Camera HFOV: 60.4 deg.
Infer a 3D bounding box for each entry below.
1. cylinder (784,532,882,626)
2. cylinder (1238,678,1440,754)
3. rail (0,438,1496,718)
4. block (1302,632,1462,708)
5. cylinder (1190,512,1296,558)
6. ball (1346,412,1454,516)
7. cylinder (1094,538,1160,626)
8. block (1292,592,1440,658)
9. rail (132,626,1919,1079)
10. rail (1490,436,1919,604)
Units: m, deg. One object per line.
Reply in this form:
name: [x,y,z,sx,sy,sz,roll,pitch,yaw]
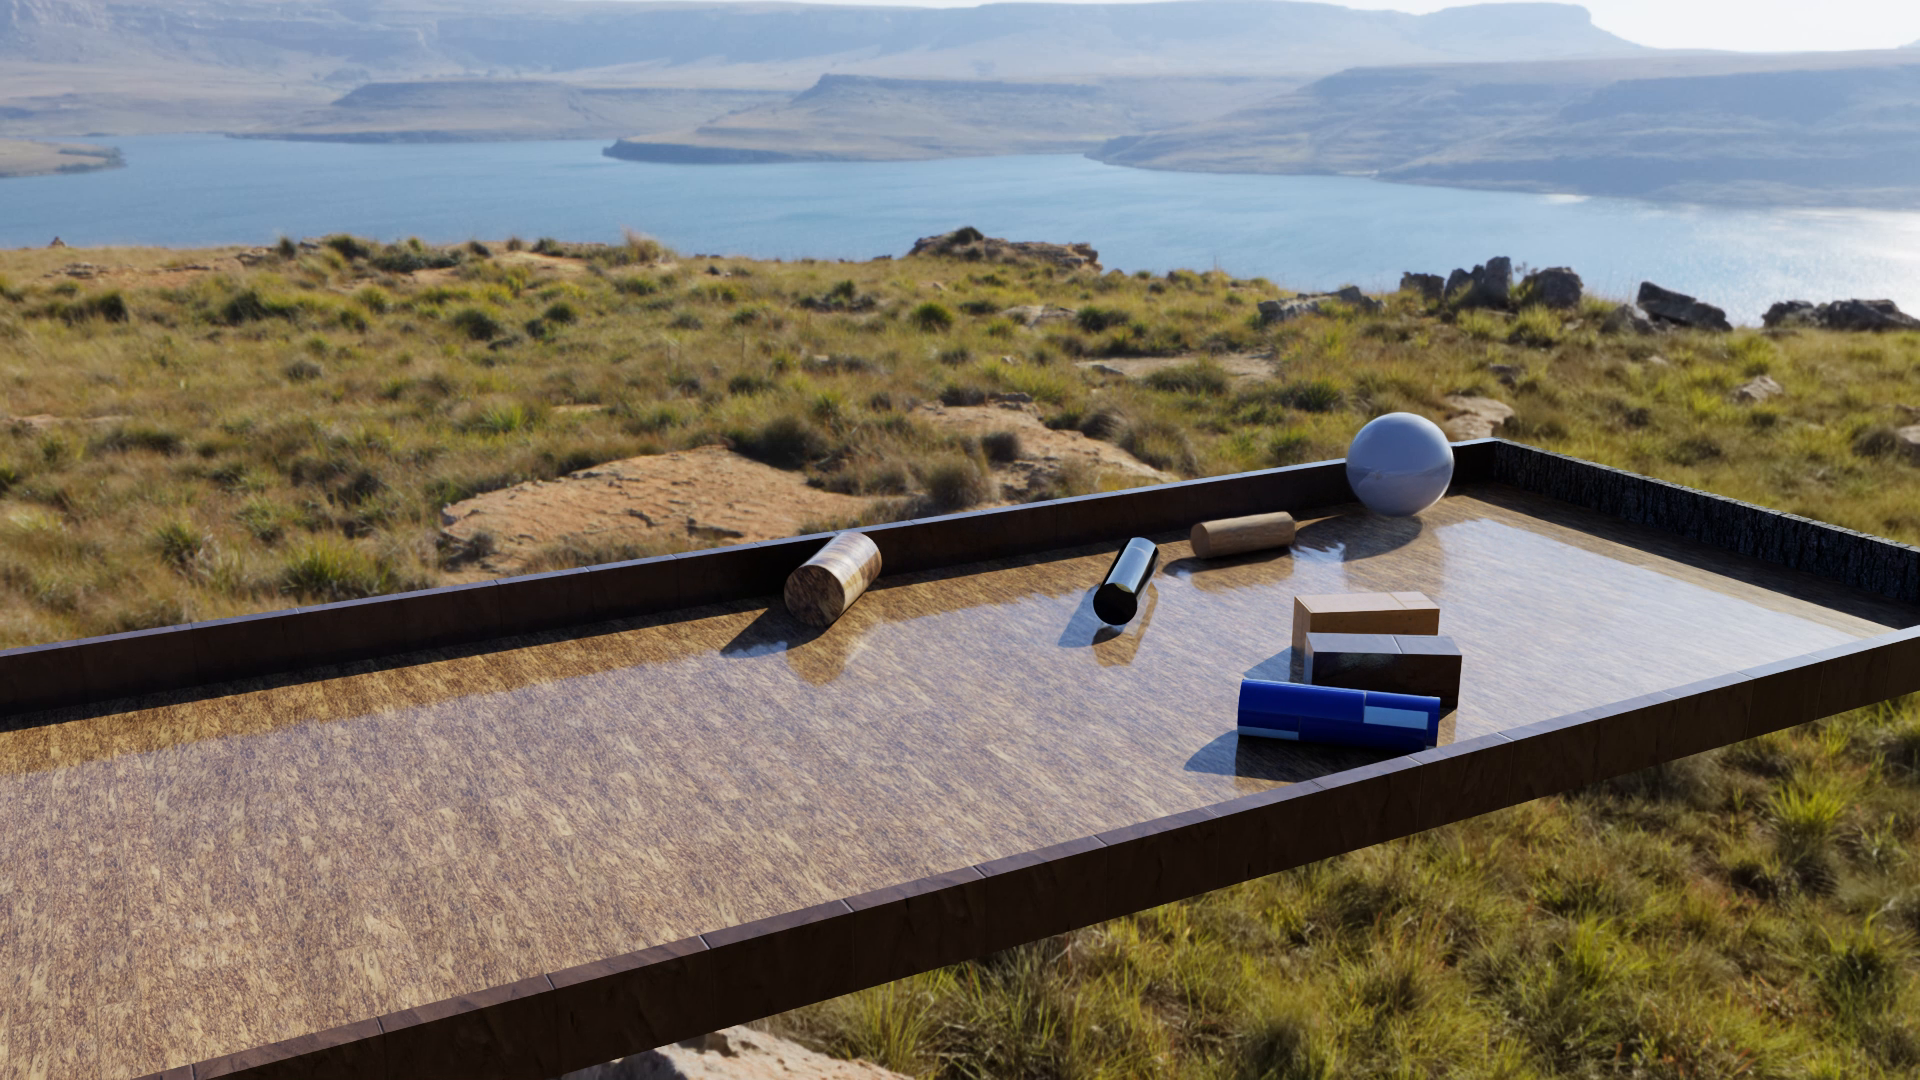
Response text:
cylinder: [-0.357,0.106,4.683,0.176,0.176,0.345,4,17,14]
cylinder: [0.860,0.402,3.754,0.438,0.132,0.132,5,17,15]
rail: [-3.305,0.497,3.399,12.000,0.150,0.050,-9,18,-27]
block: [1.029,0.317,4.034,0.351,0.136,0.136,1,16,4]
cylinder: [0.894,-0.016,5.209,0.321,0.112,0.112,-7,18,-24]
ball: [1.493,-0.256,5.597,0.354,0.354,0.354,0,16,0]
cylinder: [0.483,0.114,4.747,0.124,0.124,0.456,4,17,14]
block: [1.062,0.229,4.327,0.343,0.140,0.140,-2,16,-6]
rail: [-2.336,1.006,1.665,12.000,0.150,0.050,-9,18,-27]
rail: [2.466,-0.048,5.253,0.050,0.150,2.100,-9,18,-27]
